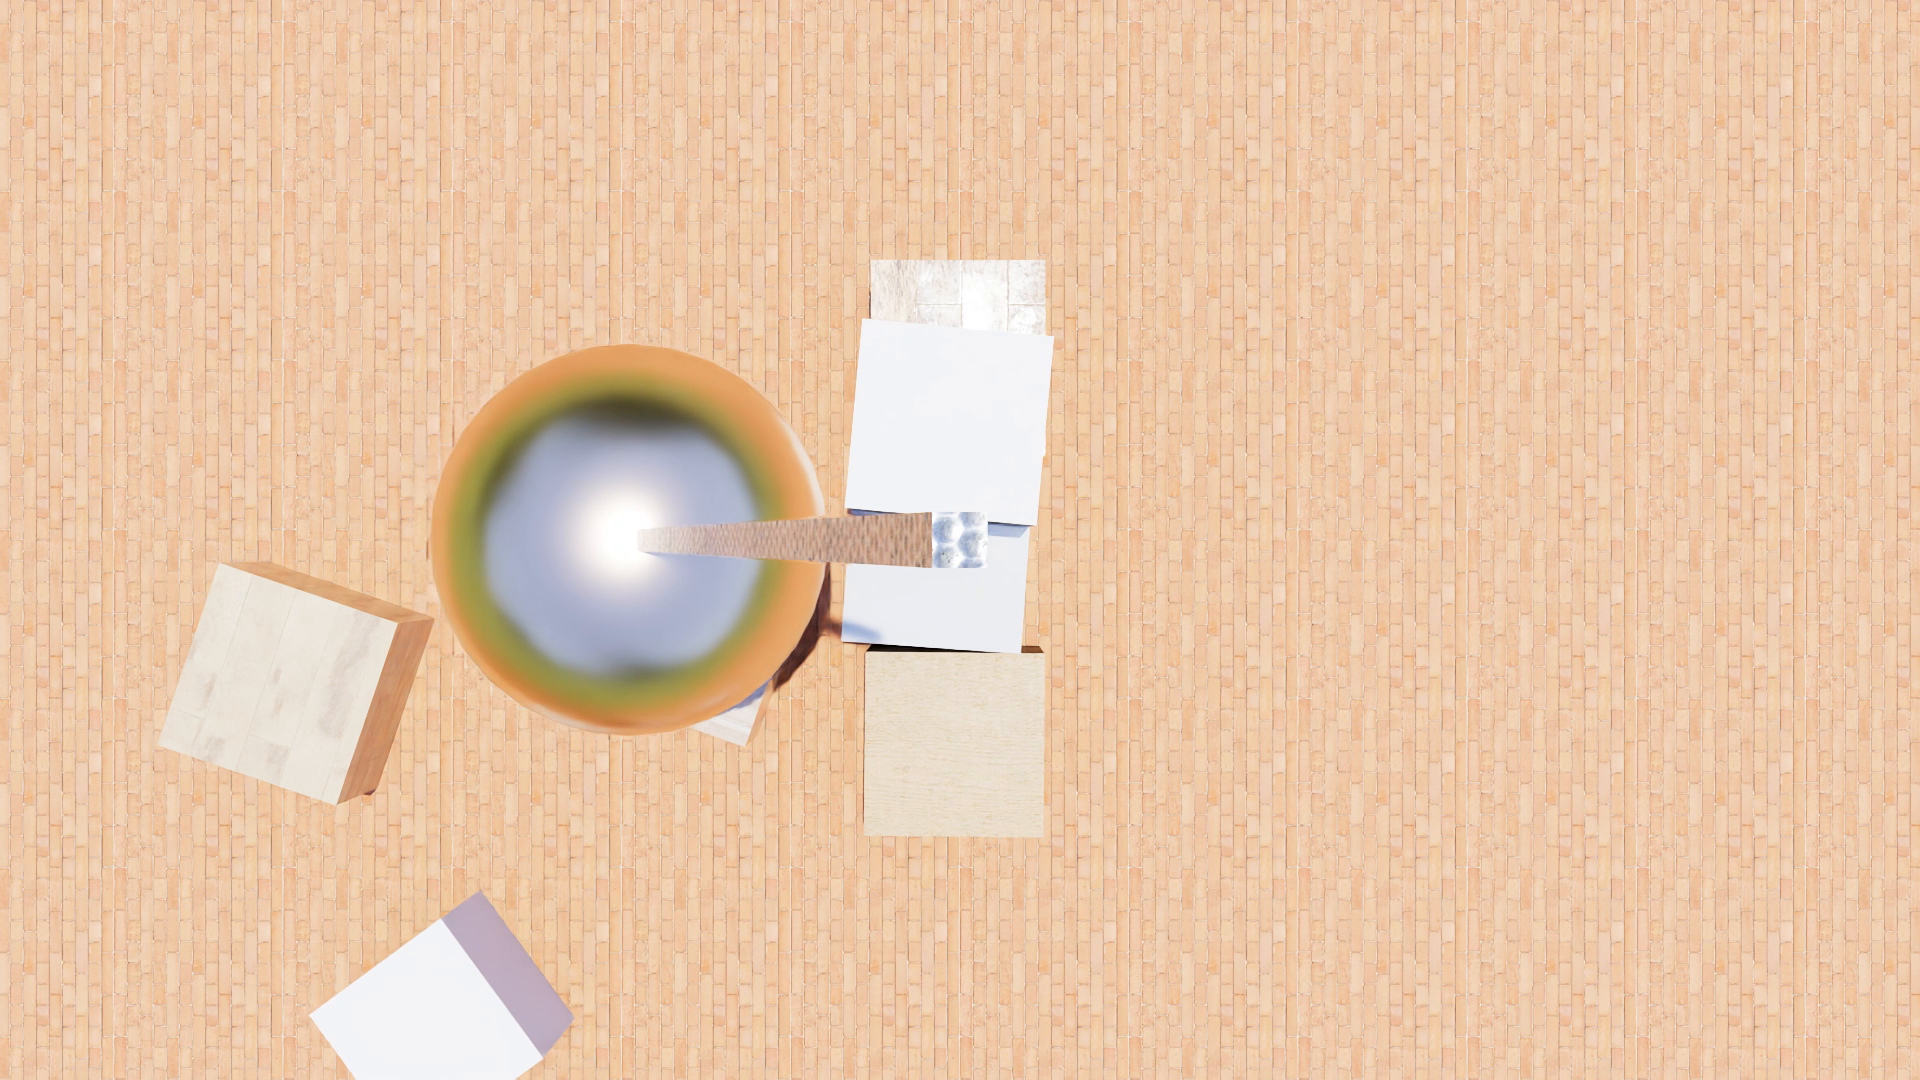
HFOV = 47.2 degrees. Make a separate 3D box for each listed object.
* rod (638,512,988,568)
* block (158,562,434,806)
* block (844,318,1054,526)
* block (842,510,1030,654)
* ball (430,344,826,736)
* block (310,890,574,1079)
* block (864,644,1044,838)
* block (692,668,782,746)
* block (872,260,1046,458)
[{"bbox_3d":[-0.581,0.000,5.652,0.080,5.200,0.080,0,90,-13],"label":"rod"},{"bbox_3d":[-3.765,0.795,12.566,1.040,0.869,1.061,19,90,0],"label":"block"},{"bbox_3d":[-0.053,-0.586,11.439,0.956,1.036,0.943,5,90,0],"label":"block"},{"bbox_3d":[-0.124,0.113,12.492,0.981,1.016,0.948,4,90,0],"label":"block"},{"bbox_3d":[-1.340,0.000,8.966,1.600,1.600,1.600,0,90,0],"label":"ball"},{"bbox_3d":[-2.912,2.710,12.498,0.889,1.004,0.947,-36,90,0],"label":"block"},{"bbox_3d":[-0.031,1.124,12.540,0.986,0.920,1.010,1,90,0],"label":"block"},{"bbox_3d":[-1.452,0.640,12.607,0.828,0.786,0.789,20,90,0],"label":"block"},{"bbox_3d":[-0.010,-0.990,12.478,0.948,1.043,1.065,0,90,0],"label":"block"}]
